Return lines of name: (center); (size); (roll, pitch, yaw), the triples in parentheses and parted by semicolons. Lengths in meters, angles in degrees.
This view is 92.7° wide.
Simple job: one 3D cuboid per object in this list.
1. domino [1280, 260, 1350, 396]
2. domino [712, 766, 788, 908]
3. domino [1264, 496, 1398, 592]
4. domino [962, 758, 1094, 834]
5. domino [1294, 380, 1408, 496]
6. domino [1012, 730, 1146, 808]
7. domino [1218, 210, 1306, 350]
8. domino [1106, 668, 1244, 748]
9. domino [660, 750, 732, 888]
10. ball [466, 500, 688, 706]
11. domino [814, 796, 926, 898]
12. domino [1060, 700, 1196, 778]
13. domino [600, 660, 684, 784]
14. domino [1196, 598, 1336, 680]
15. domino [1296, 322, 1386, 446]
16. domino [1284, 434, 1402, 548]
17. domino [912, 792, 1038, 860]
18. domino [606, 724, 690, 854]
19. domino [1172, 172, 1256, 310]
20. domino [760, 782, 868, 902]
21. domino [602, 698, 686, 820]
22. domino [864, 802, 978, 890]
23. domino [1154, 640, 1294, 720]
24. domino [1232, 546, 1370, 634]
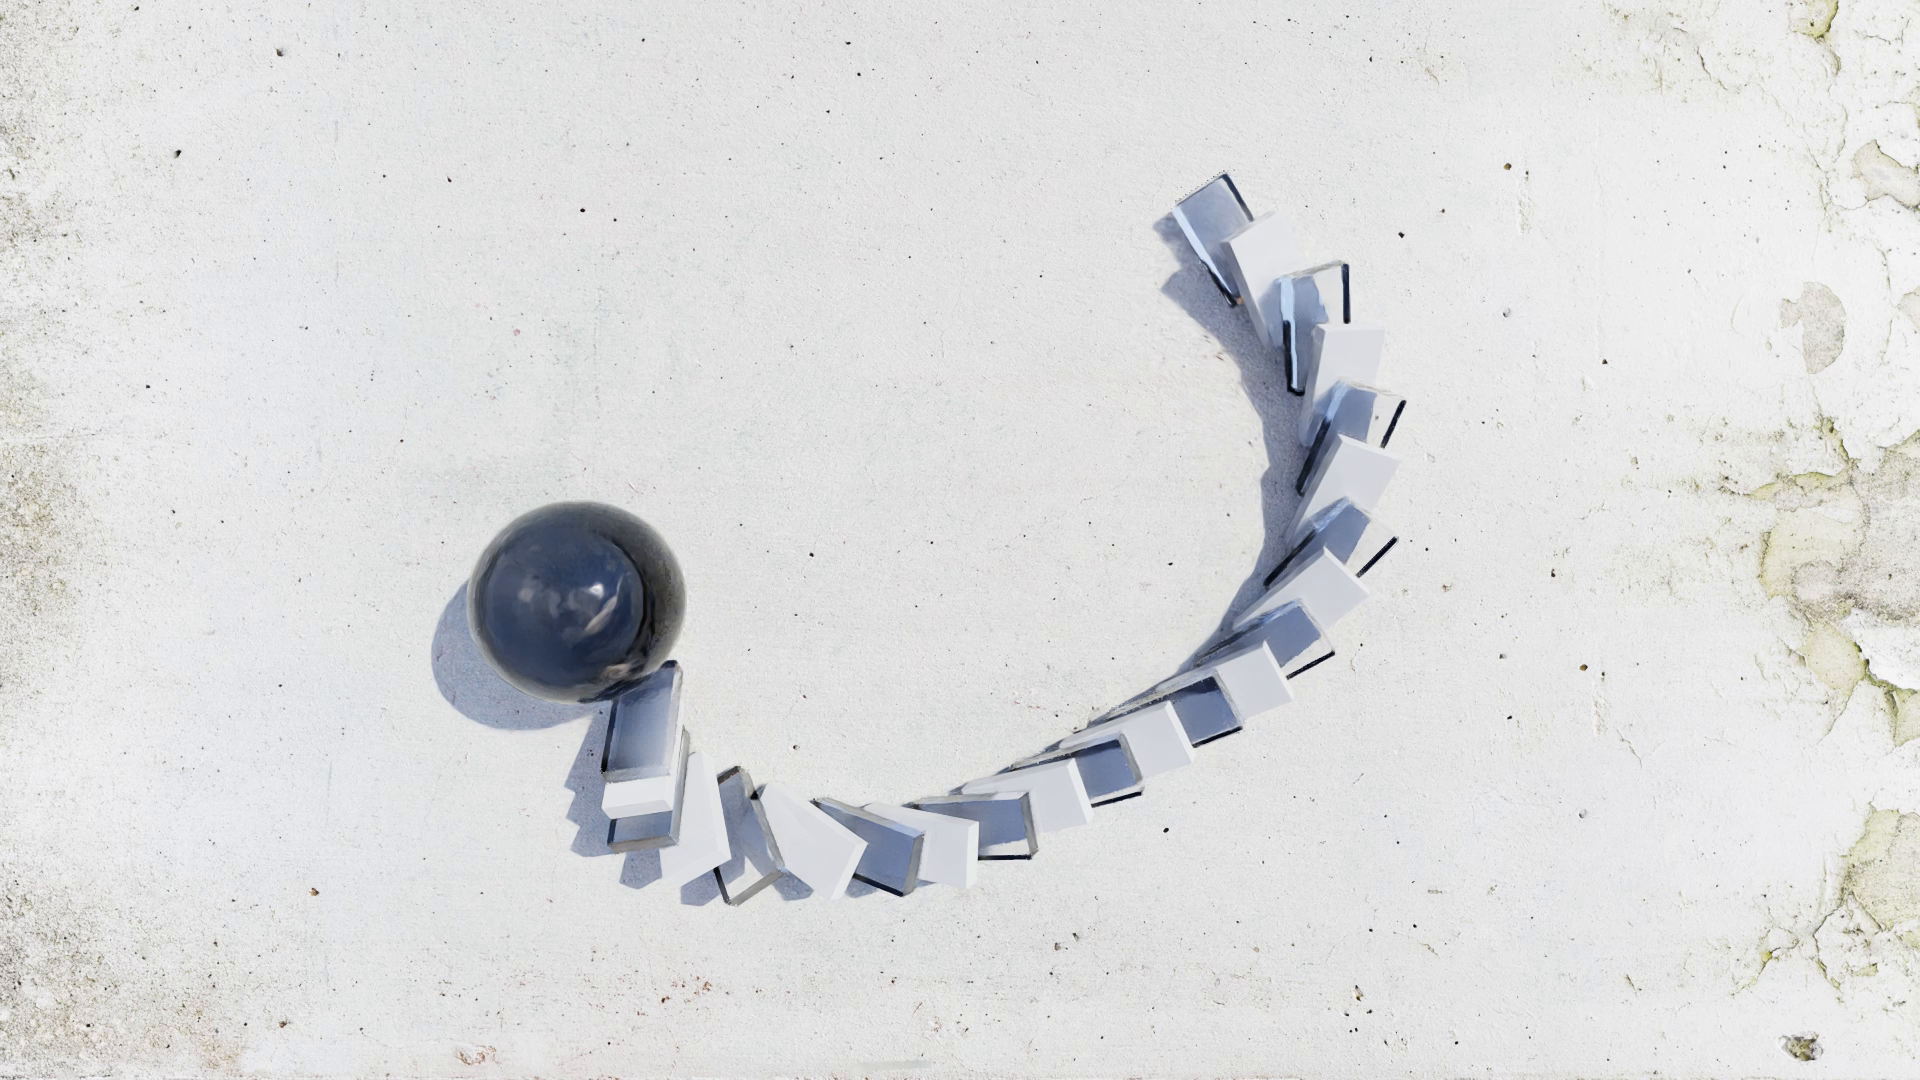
domino: (0.150, -0.088, 0.384); (0.025, 0.010, 0.050); (-16, 116, -5)
domino: (-0.093, 0.123, 0.382); (0.025, 0.009, 0.050); (-34, 55, 0)
domino: (0.155, 0.009, 0.385); (0.025, 0.009, 0.050); (37, 116, 0)
domino: (0.028, 0.110, 0.385); (0.050, 0.010, 0.025); (-20, 90, 24)
domino: (0.163, -0.040, 0.384); (0.025, 0.009, 0.050); (14, 117, -1)
domino: (0.050, 0.100, 0.385); (0.050, 0.010, 0.025); (-23, 90, 25)
domino: (0.131, -0.109, 0.384); (0.025, 0.010, 0.050); (-32, 111, -1)
domino: (0.090, 0.076, 0.385); (0.050, 0.009, 0.025); (-29, 90, 25)
domino: (-0.112, 0.114, 0.379); (0.025, 0.050, 0.009); (-29, 135, 1)
ball: (-0.149, 0.024, 0.360); (0.080, 0.080, 0.080); (0, 90, 0)
domino: (-0.041, 0.128, 0.385); (0.050, 0.010, 0.025); (11, 90, 26)
domino: (0.070, 0.088, 0.385); (0.050, 0.009, 0.025); (-26, 90, 25)
domino: (-0.131, 0.074, 0.380); (0.025, 0.010, 0.050); (-8, 47, 0)
domino: (0.128, 0.048, 0.385); (0.050, 0.009, 0.025); (-36, 90, 25)
domino: (0.159, -0.064, 0.383); (0.025, 0.010, 0.050); (-2, 119, -2)
domino: (0.160, -0.017, 0.385); (0.025, 0.009, 0.050); (19, 117, 0)
domino: (0.006, 0.121, 0.385); (0.050, 0.009, 0.025); (-11, 90, 26)
domino: (-0.128, 0.102, 0.379); (0.025, 0.009, 0.050); (-8, 47, 0)
domino: (0.116, -0.128, 0.394); (0.025, 0.009, 0.050); (-32, 93, 0)
domino: (-0.066, 0.126, 0.385); (0.050, 0.010, 0.025); (26, 90, 26)
domino: (-0.130, 0.088, 0.380); (0.025, 0.009, 0.050); (-8, 47, 0)
domino: (-0.017, 0.128, 0.385); (0.050, 0.009, 0.025); (2, 90, 26)
domino: (0.110, 0.064, 0.385); (0.050, 0.009, 0.025); (-29, 91, 25)
domino: (0.142, 0.029, 0.385); (0.025, 0.010, 0.050); (43, 116, 0)
